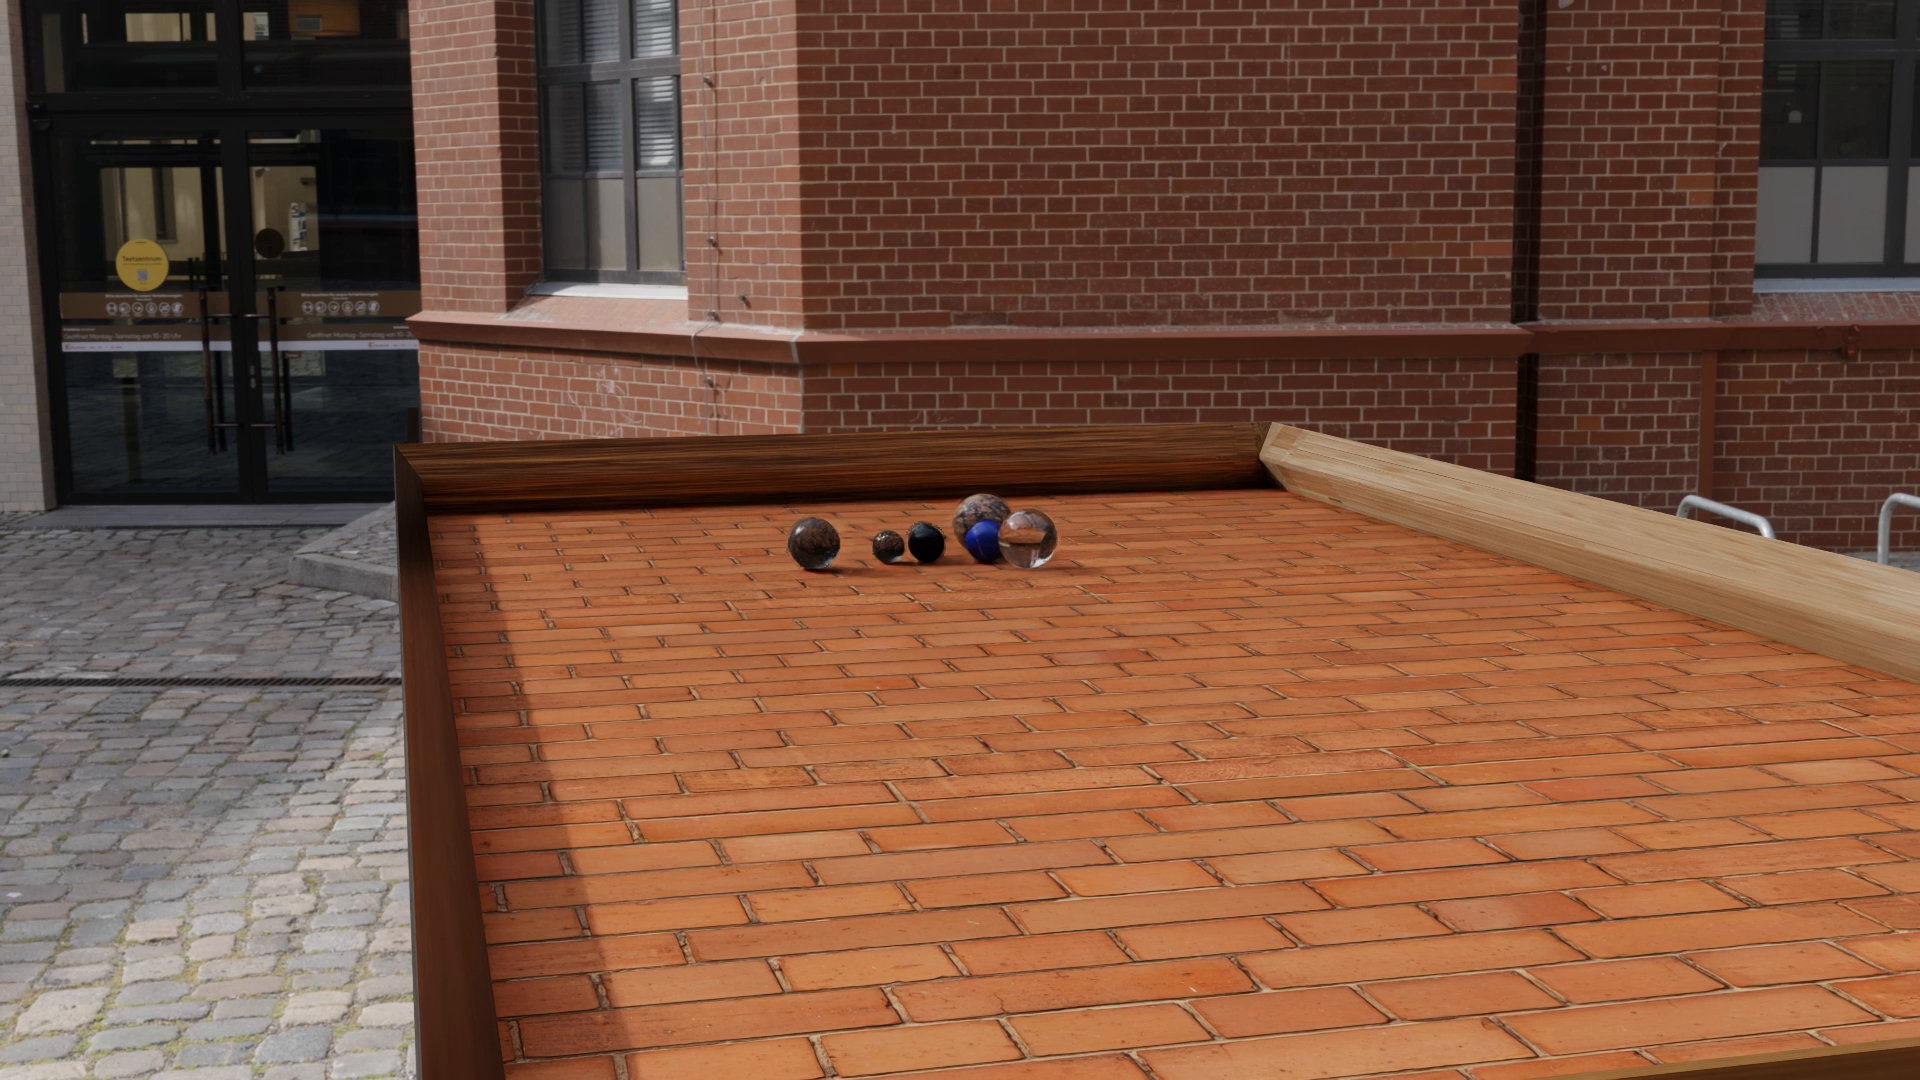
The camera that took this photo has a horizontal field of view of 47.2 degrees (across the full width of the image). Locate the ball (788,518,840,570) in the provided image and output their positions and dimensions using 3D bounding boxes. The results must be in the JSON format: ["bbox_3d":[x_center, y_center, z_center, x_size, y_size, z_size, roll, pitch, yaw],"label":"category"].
[{"bbox_3d":[-0.217,0.006,3.272,0.078,0.078,0.078,0,8,0],"label":"ball"}]

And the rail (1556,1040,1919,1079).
[{"bbox_3d":[0.575,0.298,1.133,1.655,0.124,0.045,-2,9,-14],"label":"rail"}]

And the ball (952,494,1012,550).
[{"bbox_3d":[0.035,-0.025,3.419,0.095,0.095,0.095,0,8,0],"label":"ball"}]

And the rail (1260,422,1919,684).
[{"bbox_3d":[0.972,0.052,2.790,0.045,0.124,3.092,-2,9,-14],"label":"rail"}]

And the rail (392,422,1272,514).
[{"bbox_3d":[-0.188,-0.134,4.049,1.655,0.124,0.045,-2,9,-14],"label":"rail"}]

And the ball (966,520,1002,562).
[{"bbox_3d":[0.041,0.002,3.345,0.063,0.063,0.063,0,8,0],"label":"ball"}]

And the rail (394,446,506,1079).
[{"bbox_3d":[-0.584,0.111,2.392,0.045,0.124,3.092,-2,9,-14],"label":"rail"}]

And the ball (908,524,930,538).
[{"bbox_3d":[-0.056,0.000,3.404,0.051,0.051,0.051,0,8,0],"label":"ball"}]

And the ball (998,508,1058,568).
[{"bbox_3d":[0.101,-0.002,3.281,0.090,0.090,0.090,0,8,0],"label":"ball"}]

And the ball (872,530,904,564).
[{"bbox_3d":[-0.109,0.010,3.333,0.050,0.050,0.050,0,8,0],"label":"ball"}]

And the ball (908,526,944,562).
[{"bbox_3d":[-0.051,0.006,3.344,0.056,0.056,0.056,0,8,0],"label":"ball"}]
